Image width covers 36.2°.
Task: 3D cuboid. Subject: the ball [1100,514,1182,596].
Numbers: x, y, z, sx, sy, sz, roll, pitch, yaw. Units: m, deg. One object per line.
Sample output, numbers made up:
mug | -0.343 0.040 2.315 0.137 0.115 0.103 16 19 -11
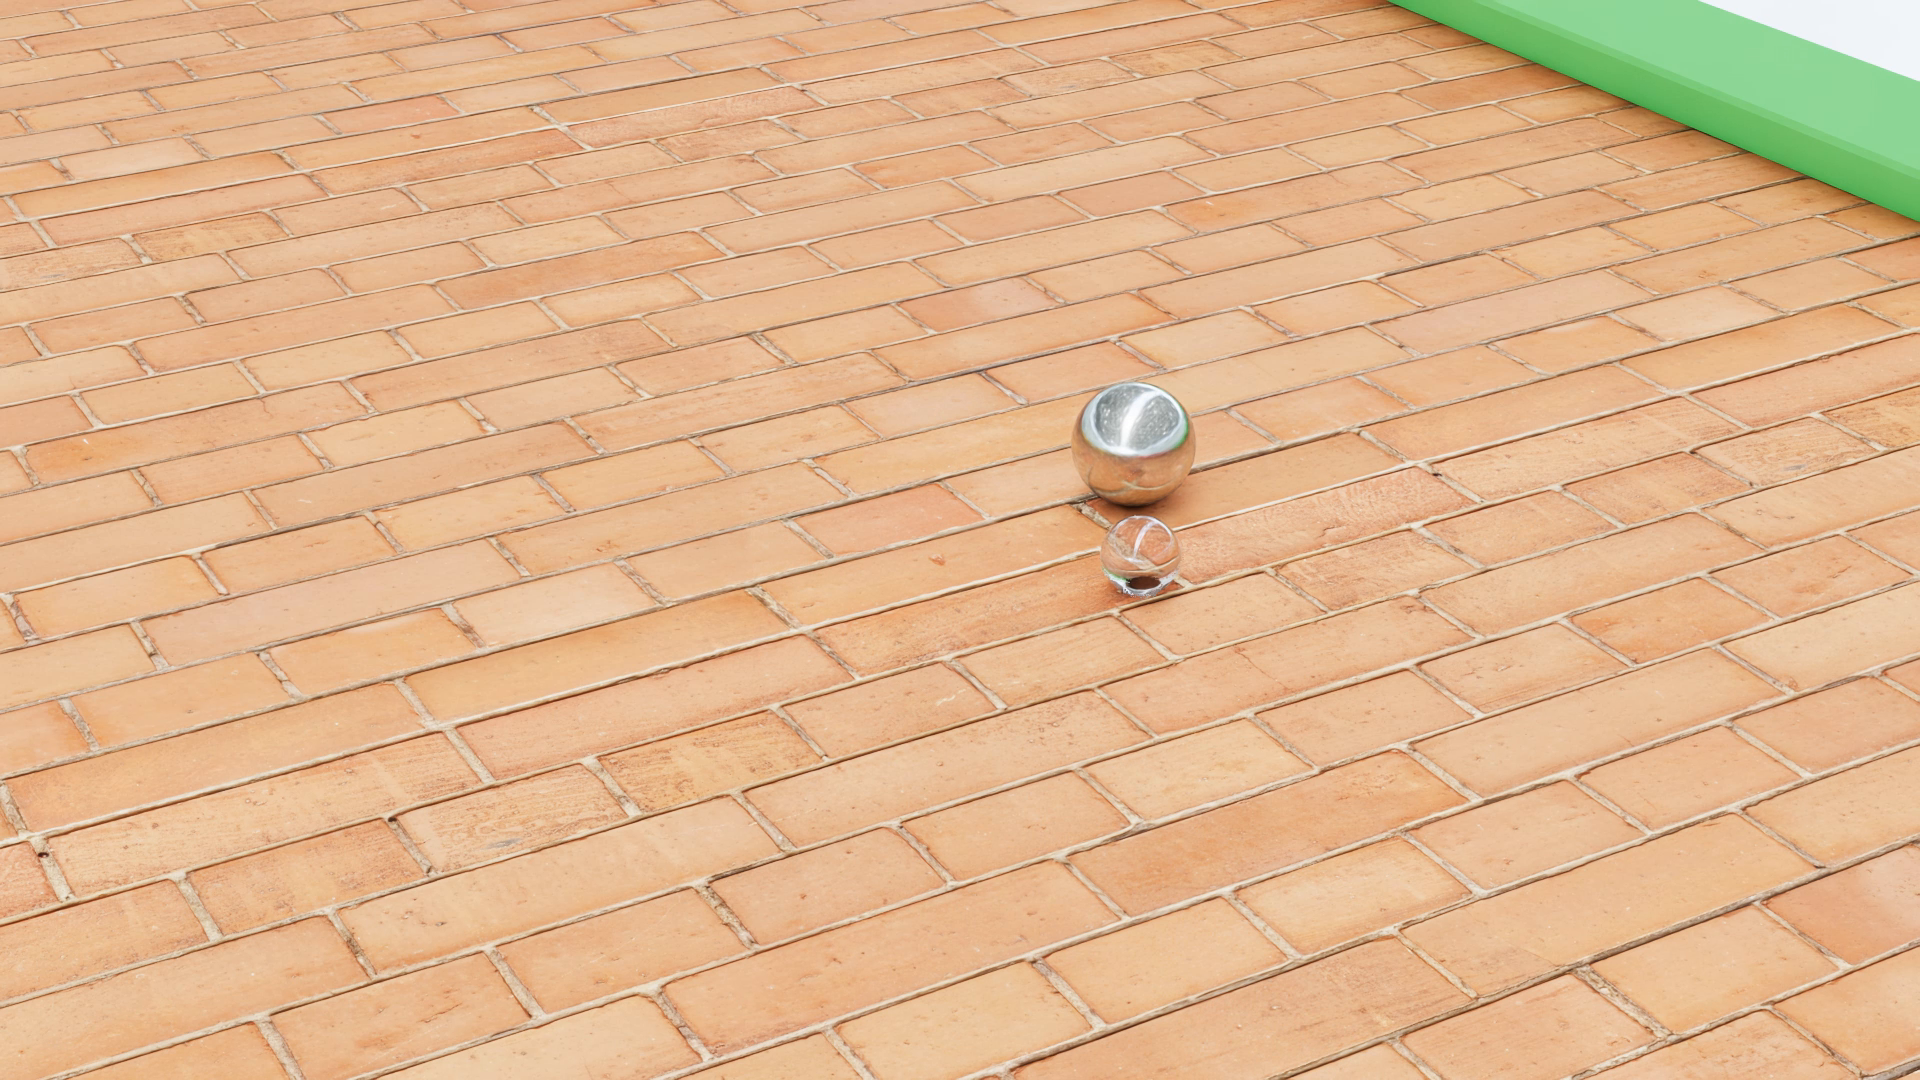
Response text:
ball | 0.120 0.010 1.950 0.054 0.054 0.054 0 27 0

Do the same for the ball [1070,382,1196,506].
ball | 0.122 -0.067 2.065 0.088 0.088 0.088 0 27 0

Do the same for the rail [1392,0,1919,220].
rail | 0.411 -0.653 3.173 0.045 0.119 4.006 -15 31 -26
